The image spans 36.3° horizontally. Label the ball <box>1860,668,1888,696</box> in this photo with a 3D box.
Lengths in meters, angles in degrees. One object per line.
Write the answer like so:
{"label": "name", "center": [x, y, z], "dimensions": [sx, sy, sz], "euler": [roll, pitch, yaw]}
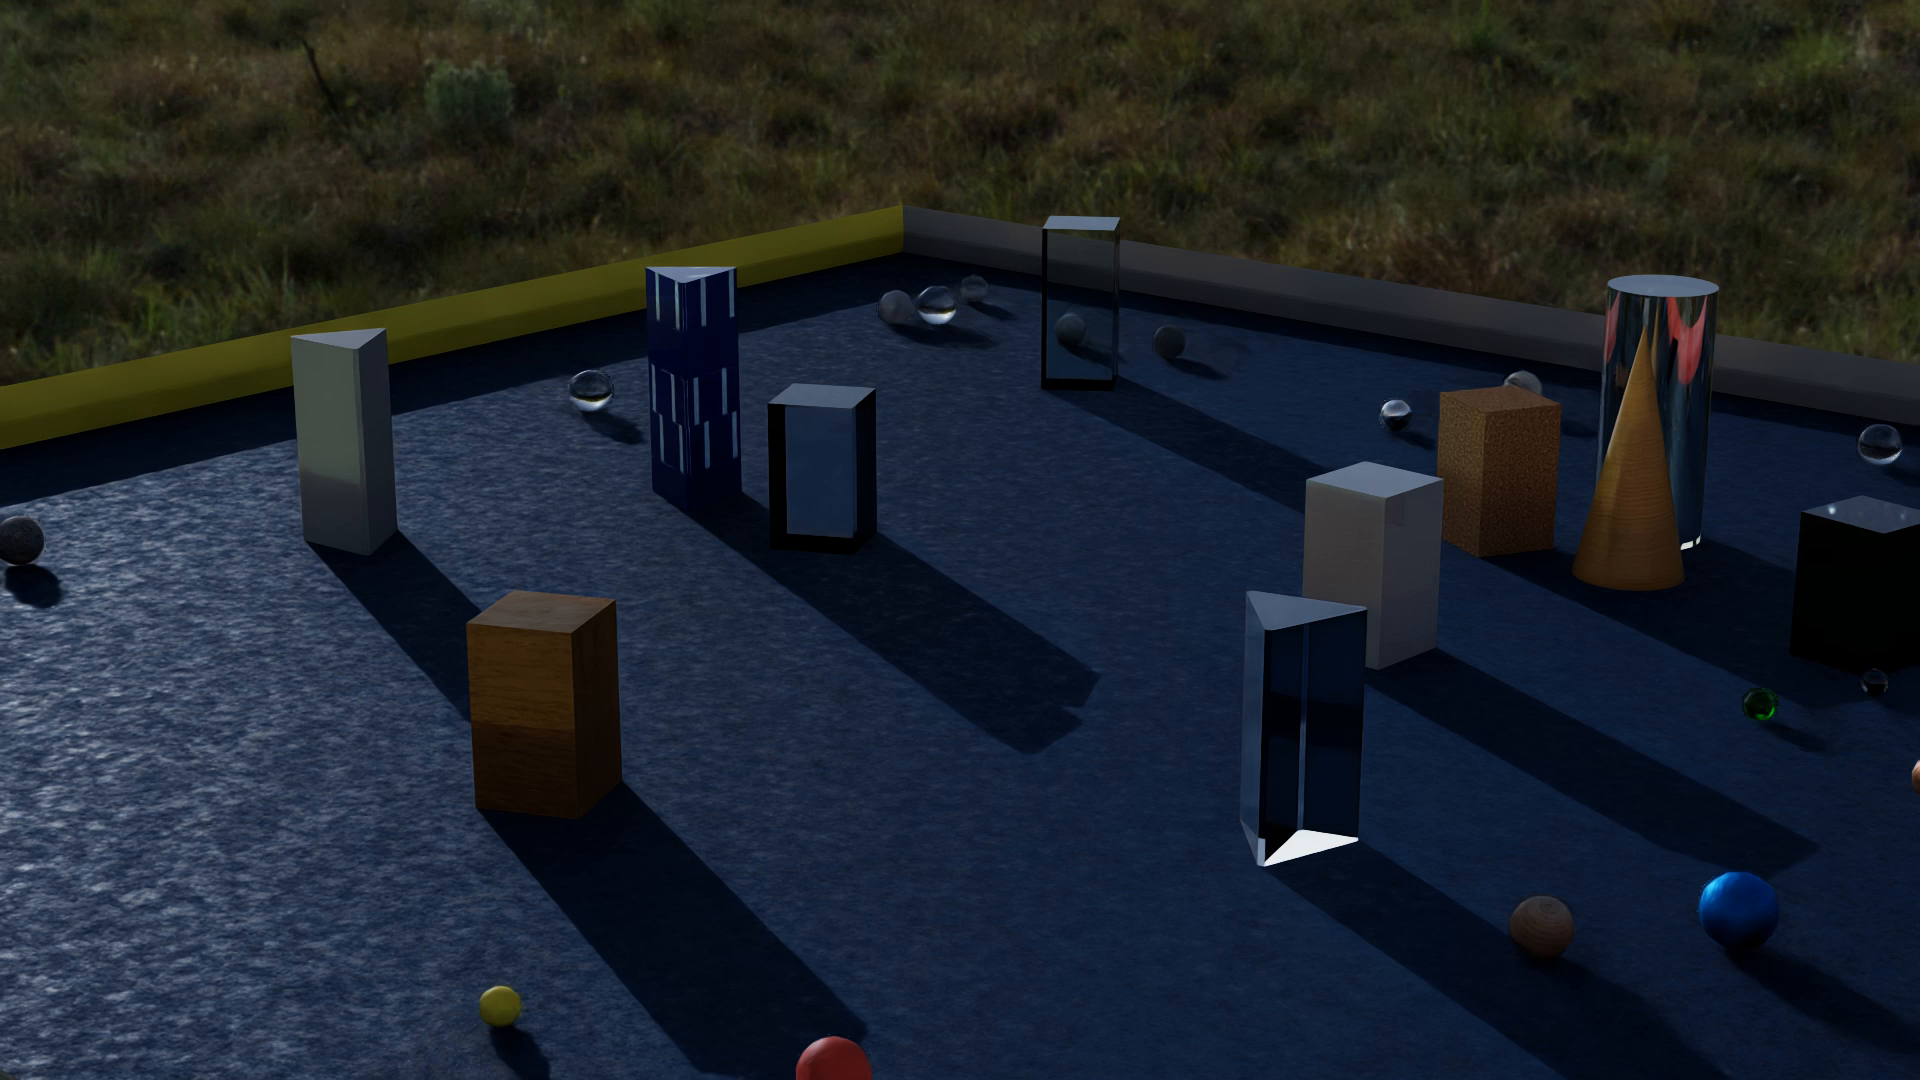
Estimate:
{"label": "ball", "center": [1.446, 0.225, 4.636], "dimensions": [0.043, 0.043, 0.043], "euler": [0, 17, 0]}

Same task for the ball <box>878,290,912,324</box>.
{"label": "ball", "center": [-0.158, -0.572, 7.206], "dimensions": [0.084, 0.084, 0.084], "euler": [0, 17, 0]}

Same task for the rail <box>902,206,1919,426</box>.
{"label": "rail", "center": [1.447, -0.448, 6.715], "dimensions": [4.292, 0.129, 0.045], "euler": [14, 22, 39]}

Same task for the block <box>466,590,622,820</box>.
{"label": "block", "center": [-0.593, 0.234, 4.197], "dimensions": [0.159, 0.278, 0.159], "euler": [5, 17, 16]}

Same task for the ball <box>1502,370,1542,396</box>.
{"label": "ball", "center": [1.224, -0.325, 6.382], "dimensions": [0.087, 0.087, 0.087], "euler": [0, 17, 0]}

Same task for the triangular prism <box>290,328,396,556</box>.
{"label": "triangular prism", "center": [-1.107, -0.189, 5.412], "dimensions": [0.172, 0.387, 0.149], "euler": [12, 21, 35]}

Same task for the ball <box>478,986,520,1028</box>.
{"label": "ball", "center": [-0.551, 0.559, 3.512], "dimensions": [0.050, 0.050, 0.050], "euler": [0, 17, 0]}

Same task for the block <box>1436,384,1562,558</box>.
{"label": "block", "center": [0.990, -0.129, 5.408], "dimensions": [0.159, 0.274, 0.159], "euler": [-6, 18, -21]}

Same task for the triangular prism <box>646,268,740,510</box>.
{"label": "triangular prism", "center": [-0.540, -0.302, 5.682], "dimensions": [0.149, 0.447, 0.172], "euler": [10, 19, 29]}

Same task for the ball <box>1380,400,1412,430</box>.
{"label": "ball", "center": [0.926, -0.266, 6.223], "dimensions": [0.066, 0.066, 0.066], "euler": [0, 17, 0]}

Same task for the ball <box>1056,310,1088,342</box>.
{"label": "ball", "center": [0.270, -0.515, 7.031], "dimensions": [0.077, 0.077, 0.077], "euler": [0, 17, 0]}

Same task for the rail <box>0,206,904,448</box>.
{"label": "rail", "center": [-1.602, -0.369, 6.452], "dimensions": [0.045, 0.129, 4.461], "euler": [14, 22, 39]}

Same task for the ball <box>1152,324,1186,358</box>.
{"label": "ball", "center": [0.490, -0.465, 6.862], "dimensions": [0.078, 0.078, 0.078], "euler": [0, 17, 0]}

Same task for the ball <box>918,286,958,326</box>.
{"label": "ball", "center": [-0.056, -0.576, 7.198], "dimensions": [0.098, 0.098, 0.098], "euler": [0, 17, 0]}

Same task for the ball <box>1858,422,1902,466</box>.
{"label": "ball", "center": [1.865, -0.193, 5.944], "dimensions": [0.088, 0.088, 0.088], "euler": [0, 17, 0]}

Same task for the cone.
{"label": "cone", "center": [1.197, -0.159, 5.187], "dimensions": [0.199, 0.460, 0.199], "euler": [0, 17, 0]}

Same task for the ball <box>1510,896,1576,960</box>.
{"label": "ball", "center": [0.734, 0.488, 3.694], "dimensions": [0.081, 0.081, 0.081], "euler": [0, 17, 0]}

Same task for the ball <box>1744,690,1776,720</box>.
{"label": "ball", "center": [1.235, 0.255, 4.525], "dimensions": [0.049, 0.049, 0.049], "euler": [0, 17, 0]}

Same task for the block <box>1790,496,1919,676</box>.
{"label": "block", "center": [1.478, 0.075, 4.783], "dimensions": [0.159, 0.244, 0.159], "euler": [-12, 21, -35]}

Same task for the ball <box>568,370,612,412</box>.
{"label": "ball", "center": [-0.804, -0.324, 6.370], "dimensions": [0.092, 0.092, 0.092], "euler": [0, 17, 0]}

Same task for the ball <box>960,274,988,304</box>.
{"label": "ball", "center": [0.036, -0.638, 7.449], "dimensions": [0.072, 0.072, 0.072], "euler": [0, 17, 0]}

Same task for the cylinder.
{"label": "cylinder", "center": [1.281, -0.236, 5.412], "dimensions": [0.199, 0.476, 0.199], "euler": [0, 17, 0]}

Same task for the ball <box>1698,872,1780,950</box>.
{"label": "ball", "center": [0.989, 0.470, 3.721], "dimensions": [0.099, 0.099, 0.099], "euler": [0, 17, 0]}

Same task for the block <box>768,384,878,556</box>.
{"label": "block", "center": [-0.253, -0.132, 5.415], "dimensions": [0.159, 0.276, 0.159], "euler": [4, 17, 14]}

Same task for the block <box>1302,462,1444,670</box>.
{"label": "block", "center": [0.677, 0.040, 4.820], "dimensions": [0.159, 0.290, 0.159], "euler": [16, 23, 42]}

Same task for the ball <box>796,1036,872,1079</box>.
{"label": "ball", "center": [-0.142, 0.603, 3.302], "dimensions": [0.087, 0.087, 0.087], "euler": [0, 17, 0]}

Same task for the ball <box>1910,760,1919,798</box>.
{"label": "ball", "center": [1.398, 0.342, 4.193], "dimensions": [0.073, 0.073, 0.073], "euler": [0, 17, 0]}

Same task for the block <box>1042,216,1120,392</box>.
{"label": "block", "center": [0.272, -0.533, 6.592], "dimensions": [0.159, 0.365, 0.159], "euler": [2, 17, 7]}

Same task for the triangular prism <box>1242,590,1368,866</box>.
{"label": "triangular prism", "center": [0.440, 0.250, 4.040], "dimensions": [0.172, 0.338, 0.149], "euler": [-11, 20, -32]}

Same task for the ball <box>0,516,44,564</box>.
{"label": "ball", "center": [-1.701, 0.001, 5.300], "dimensions": [0.088, 0.088, 0.088], "euler": [0, 17, 0]}

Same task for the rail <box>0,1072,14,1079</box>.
{"label": "rail", "center": [-1.447, 0.513, 3.524], "dimensions": [4.292, 0.129, 0.045], "euler": [14, 22, 39]}
